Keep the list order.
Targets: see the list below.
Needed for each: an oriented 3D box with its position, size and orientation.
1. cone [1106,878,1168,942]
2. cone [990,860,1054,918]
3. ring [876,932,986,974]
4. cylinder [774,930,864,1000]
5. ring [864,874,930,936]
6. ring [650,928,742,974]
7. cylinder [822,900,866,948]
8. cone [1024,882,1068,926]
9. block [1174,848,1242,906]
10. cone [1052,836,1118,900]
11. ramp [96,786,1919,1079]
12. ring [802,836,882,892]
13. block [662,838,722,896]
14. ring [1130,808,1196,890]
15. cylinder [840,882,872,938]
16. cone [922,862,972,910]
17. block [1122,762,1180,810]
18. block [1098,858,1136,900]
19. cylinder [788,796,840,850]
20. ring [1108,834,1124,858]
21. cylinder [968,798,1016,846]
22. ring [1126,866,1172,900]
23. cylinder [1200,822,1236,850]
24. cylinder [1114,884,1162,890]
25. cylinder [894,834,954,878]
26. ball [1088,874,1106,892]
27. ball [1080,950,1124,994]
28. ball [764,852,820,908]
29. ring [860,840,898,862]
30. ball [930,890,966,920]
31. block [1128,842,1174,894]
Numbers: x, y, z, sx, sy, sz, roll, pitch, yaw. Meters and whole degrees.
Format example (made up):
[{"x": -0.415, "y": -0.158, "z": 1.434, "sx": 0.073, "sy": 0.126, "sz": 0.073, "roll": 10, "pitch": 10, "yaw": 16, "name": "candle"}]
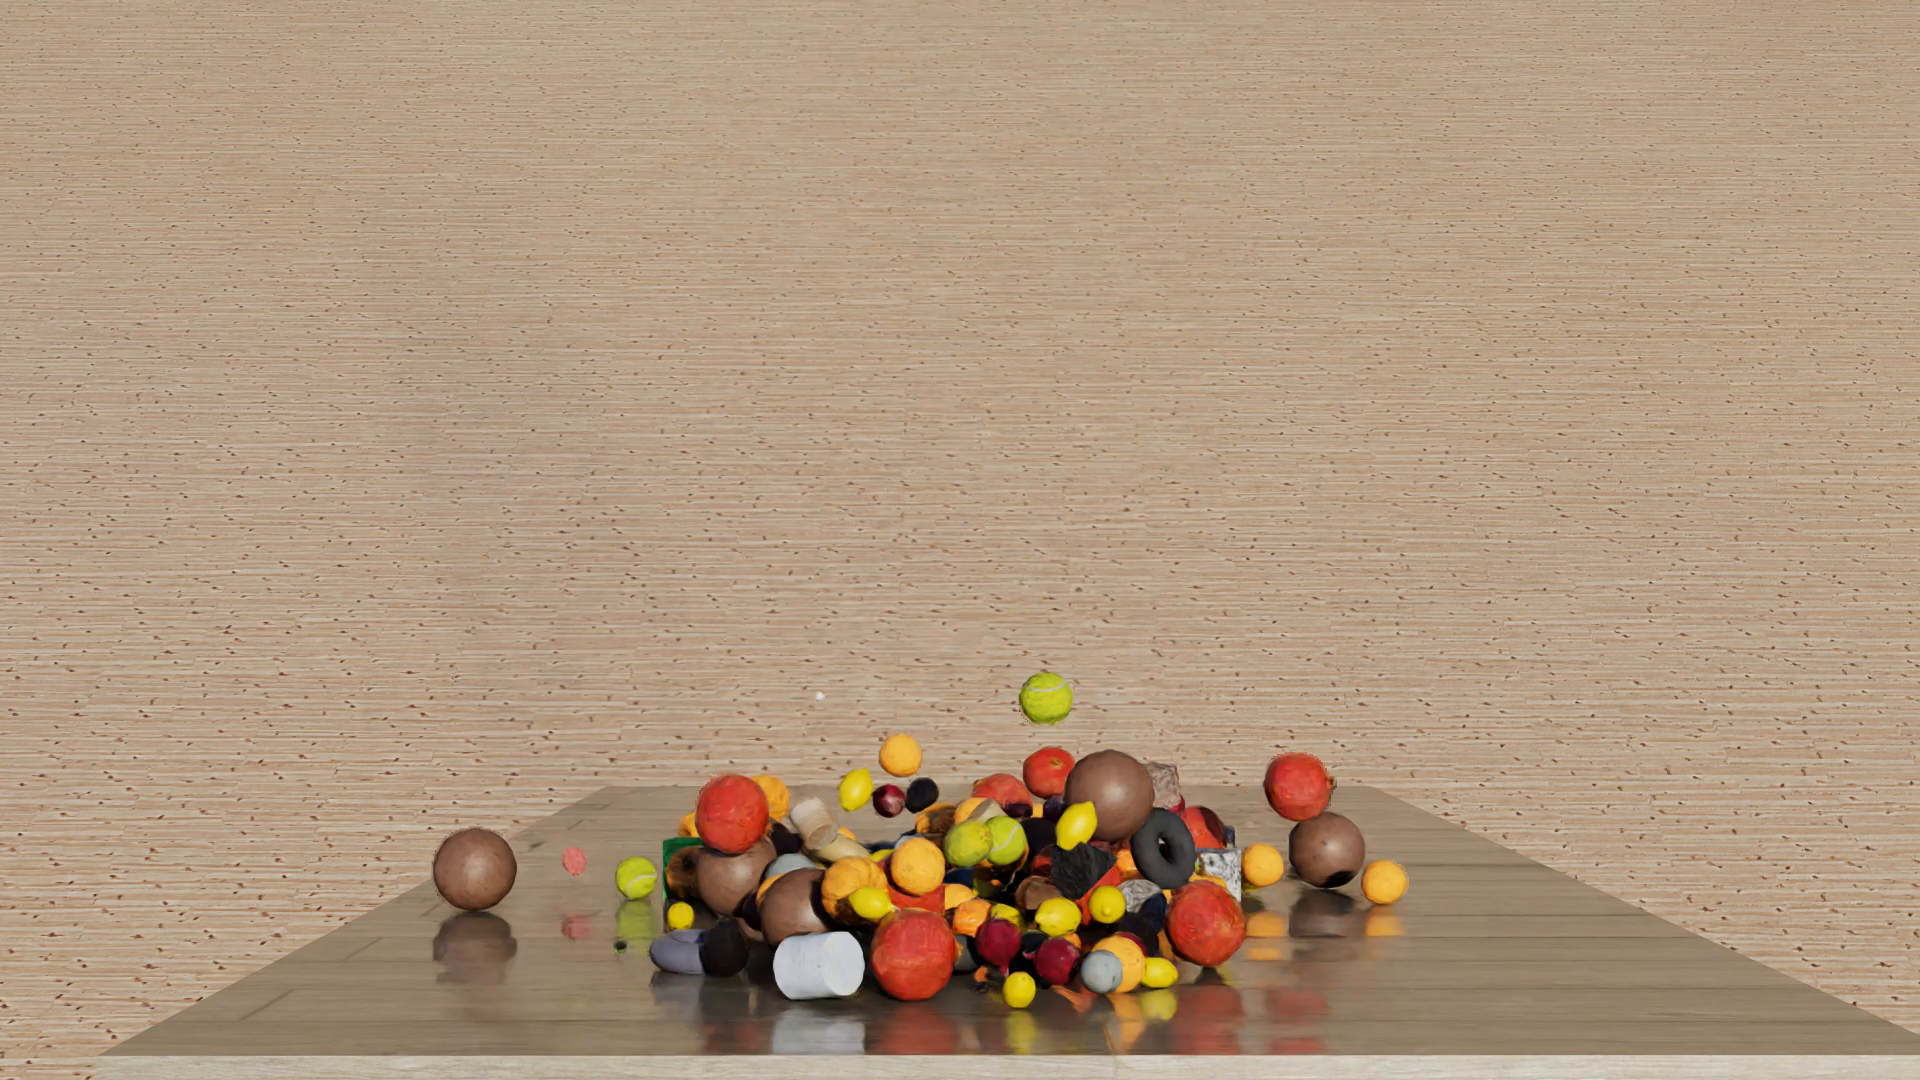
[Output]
[{"x": 0.257, "y": 0.523, "z": 3.608, "sx": 0.088, "sy": 0.088, "sz": 0.088, "roll": -6, "pitch": 71, "yaw": 17, "name": "cone"}, {"x": 0.082, "y": 0.558, "z": 4.009, "sx": 0.098, "sy": 0.098, "sz": 0.098, "roll": -32, "pitch": 19, "yaw": 31, "name": "cone"}, {"x": -0.038, "y": 0.536, "z": 3.369, "sx": 0.142, "sy": 0.047, "sz": 0.142, "roll": 2, "pitch": -11, "yaw": 0, "name": "ring"}, {"x": -0.171, "y": 0.516, "z": 3.143, "sx": 0.078, "sy": 0.078, "sz": 0.078, "roll": -13, "pitch": 22, "yaw": 37, "name": "cylinder"}, {"x": -0.087, "y": 0.504, "z": 3.574, "sx": 0.093, "sy": 0.093, "sz": 0.031, "roll": 1, "pitch": 13, "yaw": 2, "name": "ring"}, {"x": -0.350, "y": 0.545, "z": 3.440, "sx": 0.124, "sy": 0.041, "sz": 0.124, "roll": 1, "pitch": 4, "yaw": 0, "name": "ring"}, {"x": -0.160, "y": 0.532, "z": 3.565, "sx": 0.056, "sy": 0.056, "sz": 0.056, "roll": 4, "pitch": 62, "yaw": 6, "name": "cylinder"}, {"x": 0.133, "y": 0.488, "z": 3.553, "sx": 0.064, "sy": 0.064, "sz": 0.064, "roll": -31, "pitch": 14, "yaw": 37, "name": "cone"}, {"x": 0.401, "y": 0.543, "z": 4.192, "sx": 0.083, "sy": 0.083, "sz": 0.083, "roll": -1, "pitch": -1, "yaw": 29, "name": "block"}, {"x": 0.185, "y": 0.439, "z": 3.533, "sx": 0.087, "sy": 0.087, "sz": 0.087, "roll": -6, "pitch": 31, "yaw": -37, "name": "cone"}, {"x": 0.074, "y": 0.648, "z": 4.778, "sx": 2.000, "sy": 0.100, "sz": 4.000, "roll": 0, "pitch": -1, "yaw": 0, "name": "ramp"}, {"x": -0.192, "y": 0.527, "z": 4.226, "sx": 0.148, "sy": 0.148, "sz": 0.049, "roll": 20, "pitch": 61, "yaw": 27, "name": "ring"}, {"x": -0.444, "y": 0.543, "z": 4.312, "sx": 0.089, "sy": 0.089, "sz": 0.089, "roll": 0, "pitch": -1, "yaw": 0, "name": "block"}, {"x": 0.295, "y": 0.448, "z": 3.770, "sx": 0.041, "sy": 0.122, "sz": 0.122, "roll": -26, "pitch": 14, "yaw": 41, "name": "ring"}, {"x": -0.147, "y": 0.533, "z": 3.731, "sx": 0.059, "sy": 0.059, "sz": 0.059, "roll": 20, "pitch": 69, "yaw": 27, "name": "cylinder"}, {"x": -0.023, "y": 0.517, "z": 3.905, "sx": 0.073, "sy": 0.073, "sz": 0.073, "roll": 6, "pitch": 33, "yaw": -7, "name": "cone"}, {"x": 0.316, "y": 0.407, "z": 4.282, "sx": 0.064, "sy": 0.064, "sz": 0.064, "roll": -11, "pitch": 10, "yaw": -35, "name": "block"}, {"x": 0.269, "y": 0.554, "z": 4.225, "sx": 0.062, "sy": 0.062, "sz": 0.062, "roll": 1, "pitch": -2, "yaw": -37, "name": "block"}, {"x": -0.226, "y": 0.439, "z": 4.025, "sx": 0.059, "sy": 0.059, "sz": 0.059, "roll": -17, "pitch": 50, "yaw": -24, "name": "cylinder"}, {"x": 0.266, "y": 0.538, "z": 4.402, "sx": 0.026, "sy": 0.078, "sz": 0.078, "roll": -4, "pitch": 33, "yaw": 5, "name": "ring"}, {"x": 0.049, "y": 0.436, "z": 4.018, "sx": 0.052, "sy": 0.052, "sz": 0.052, "roll": -41, "pitch": 12, "yaw": 11, "name": "cylinder"}, {"x": 0.304, "y": 0.555, "z": 4.174, "sx": 0.079, "sy": 0.026, "sz": 0.079, "roll": 16, "pitch": 35, "yaw": -12, "name": "ring"}, {"x": 0.479, "y": 0.558, "z": 4.825, "sx": 0.059, "sy": 0.059, "sz": 0.059, "roll": 6, "pitch": 34, "yaw": 10, "name": "cylinder"}, {"x": 0.258, "y": 0.536, "z": 3.776, "sx": 0.066, "sy": 0.066, "sz": 0.066, "roll": 2, "pitch": 34, "yaw": -3, "name": "cylinder"}, {"x": -0.063, "y": 0.553, "z": 4.544, "sx": 0.077, "sy": 0.077, "sz": 0.077, "roll": 31, "pitch": 17, "yaw": 38, "name": "cylinder"}, {"x": 0.199, "y": 0.534, "z": 4.195, "sx": 0.075, "sy": 0.075, "sz": 0.075, "roll": 0, "pitch": 34, "yaw": 0, "name": "ball"}, {"x": 0.174, "y": 0.528, "z": 3.174, "sx": 0.054, "sy": 0.054, "sz": 0.054, "roll": 0, "pitch": 34, "yaw": 0, "name": "ball"}, {"x": -0.242, "y": 0.492, "z": 3.742, "sx": 0.080, "sy": 0.080, "sz": 0.080, "roll": 0, "pitch": 34, "yaw": 0, "name": "ball"}, {"x": -0.136, "y": 0.582, "z": 4.853, "sx": 0.109, "sy": 0.036, "sz": 0.109, "roll": 0, "pitch": -3, "yaw": 0, "name": "ring"}, {"x": -0.016, "y": 0.551, "z": 3.957, "sx": 0.056, "sy": 0.056, "sz": 0.056, "roll": 0, "pitch": 34, "yaw": 0, "name": "ball"}, {"x": 0.334, "y": 0.547, "z": 4.362, "sx": 0.082, "sy": 0.082, "sz": 0.082, "roll": 0, "pitch": -1, "yaw": 20, "name": "block"}]
